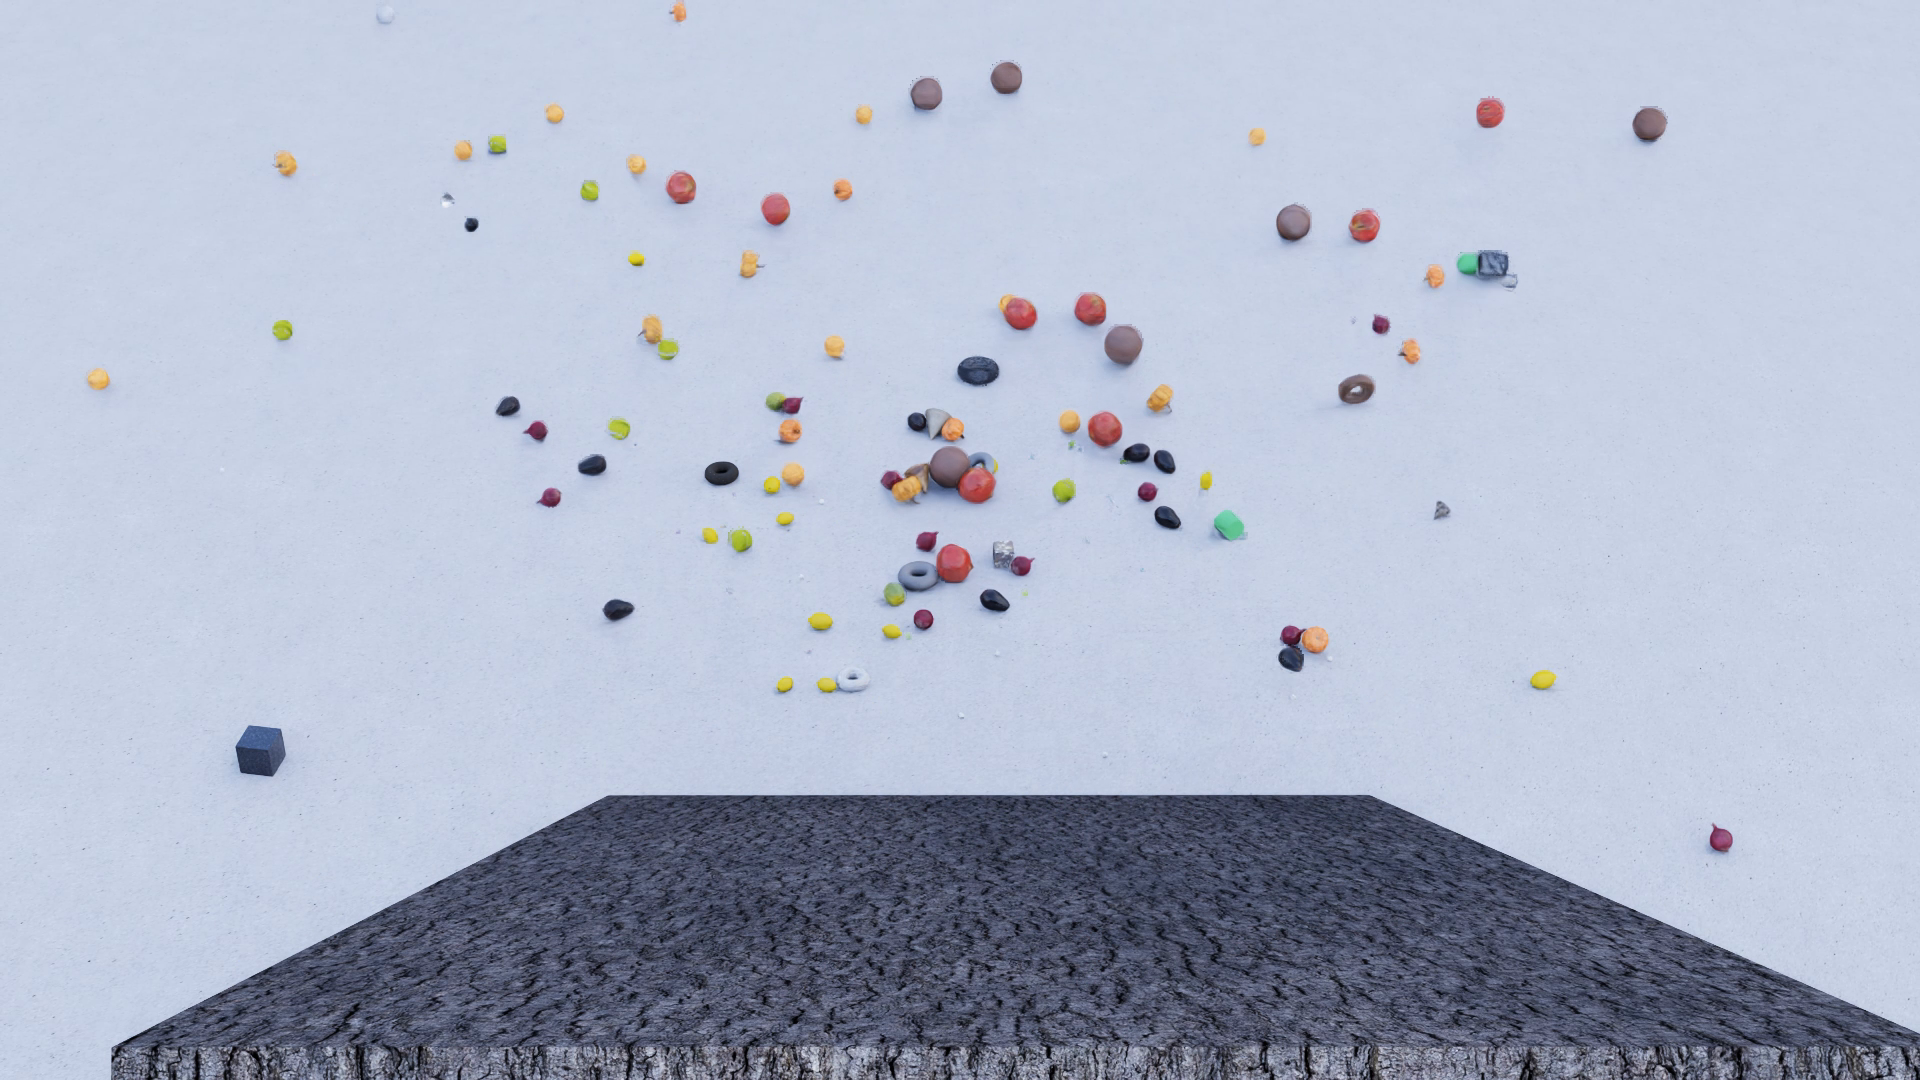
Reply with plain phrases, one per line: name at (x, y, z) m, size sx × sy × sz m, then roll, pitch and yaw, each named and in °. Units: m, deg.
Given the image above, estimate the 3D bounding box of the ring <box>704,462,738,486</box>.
ring at (-0.753, -0.211, 8.204) m, size 0.109 × 0.036 × 0.109 m, roll -1°, pitch 34°, yaw 1°

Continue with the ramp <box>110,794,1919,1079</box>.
ramp at (0.077, 0.661, 4.822) m, size 2.000 × 0.100 × 4.000 m, roll 0°, pitch -2°, yaw 0°

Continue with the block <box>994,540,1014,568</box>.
block at (0.131, 0.044, 7.817) m, size 0.058 × 0.058 × 0.058 m, roll -3°, pitch 35°, yaw -4°

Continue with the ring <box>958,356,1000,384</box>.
ring at (0.061, -0.568, 8.710) m, size 0.143 × 0.048 × 0.143 m, roll 1°, pitch 35°, yaw -1°

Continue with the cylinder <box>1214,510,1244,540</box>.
cylinder at (0.823, -0.046, 7.939) m, size 0.066 × 0.066 × 0.066 m, roll -17°, pitch 38°, yaw -23°

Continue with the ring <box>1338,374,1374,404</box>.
ring at (1.303, -0.496, 8.543) m, size 0.122 × 0.122 × 0.041 m, roll -3°, pitch 49°, yaw -4°

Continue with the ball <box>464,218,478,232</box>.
ball at (-1.798, -1.162, 9.563) m, size 0.052 × 0.052 × 0.052 m, roll 0°, pitch 35°, yaw 0°

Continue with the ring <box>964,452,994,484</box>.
ring at (0.060, -0.227, 8.190) m, size 0.109 × 0.036 × 0.109 m, roll -11°, pitch 64°, yaw 24°

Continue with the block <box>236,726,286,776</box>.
block at (-1.891, 0.570, 7.025) m, size 0.093 × 0.093 × 0.093 m, roll 6°, pitch 35°, yaw 8°

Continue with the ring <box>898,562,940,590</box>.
ring at (-0.123, 0.107, 7.740) m, size 0.126 × 0.042 × 0.126 m, roll -1°, pitch 34°, yaw 1°

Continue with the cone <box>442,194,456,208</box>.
cone at (-1.910, -1.273, 9.748) m, size 0.050 × 0.050 × 0.050 m, roll 20°, pitch 10°, yaw 26°

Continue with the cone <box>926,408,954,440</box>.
cone at (-0.082, -0.360, 8.413) m, size 0.096 × 0.096 × 0.096 m, roll 12°, pitch 65°, yaw 17°

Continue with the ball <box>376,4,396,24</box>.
ball at (-2.457, -2.246, 11.103) m, size 0.082 × 0.082 × 0.082 m, roll 0°, pitch 35°, yaw 0°

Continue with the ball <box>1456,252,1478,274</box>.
ball at (1.817, -0.988, 9.289) m, size 0.077 × 0.077 × 0.077 m, roll 0°, pitch 35°, yaw 0°

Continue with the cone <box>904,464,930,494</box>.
cone at (-0.120, -0.179, 8.154) m, size 0.090 × 0.090 × 0.090 m, roll -14°, pitch 64°, yaw -19°

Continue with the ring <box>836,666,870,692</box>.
ring at (-0.304, 0.392, 7.336) m, size 0.098 × 0.033 × 0.098 m, roll 1°, pitch 34°, yaw -1°

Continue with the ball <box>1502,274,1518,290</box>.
ball at (1.948, -0.914, 9.202) m, size 0.055 × 0.055 × 0.055 m, roll 0°, pitch 35°, yaw 0°
